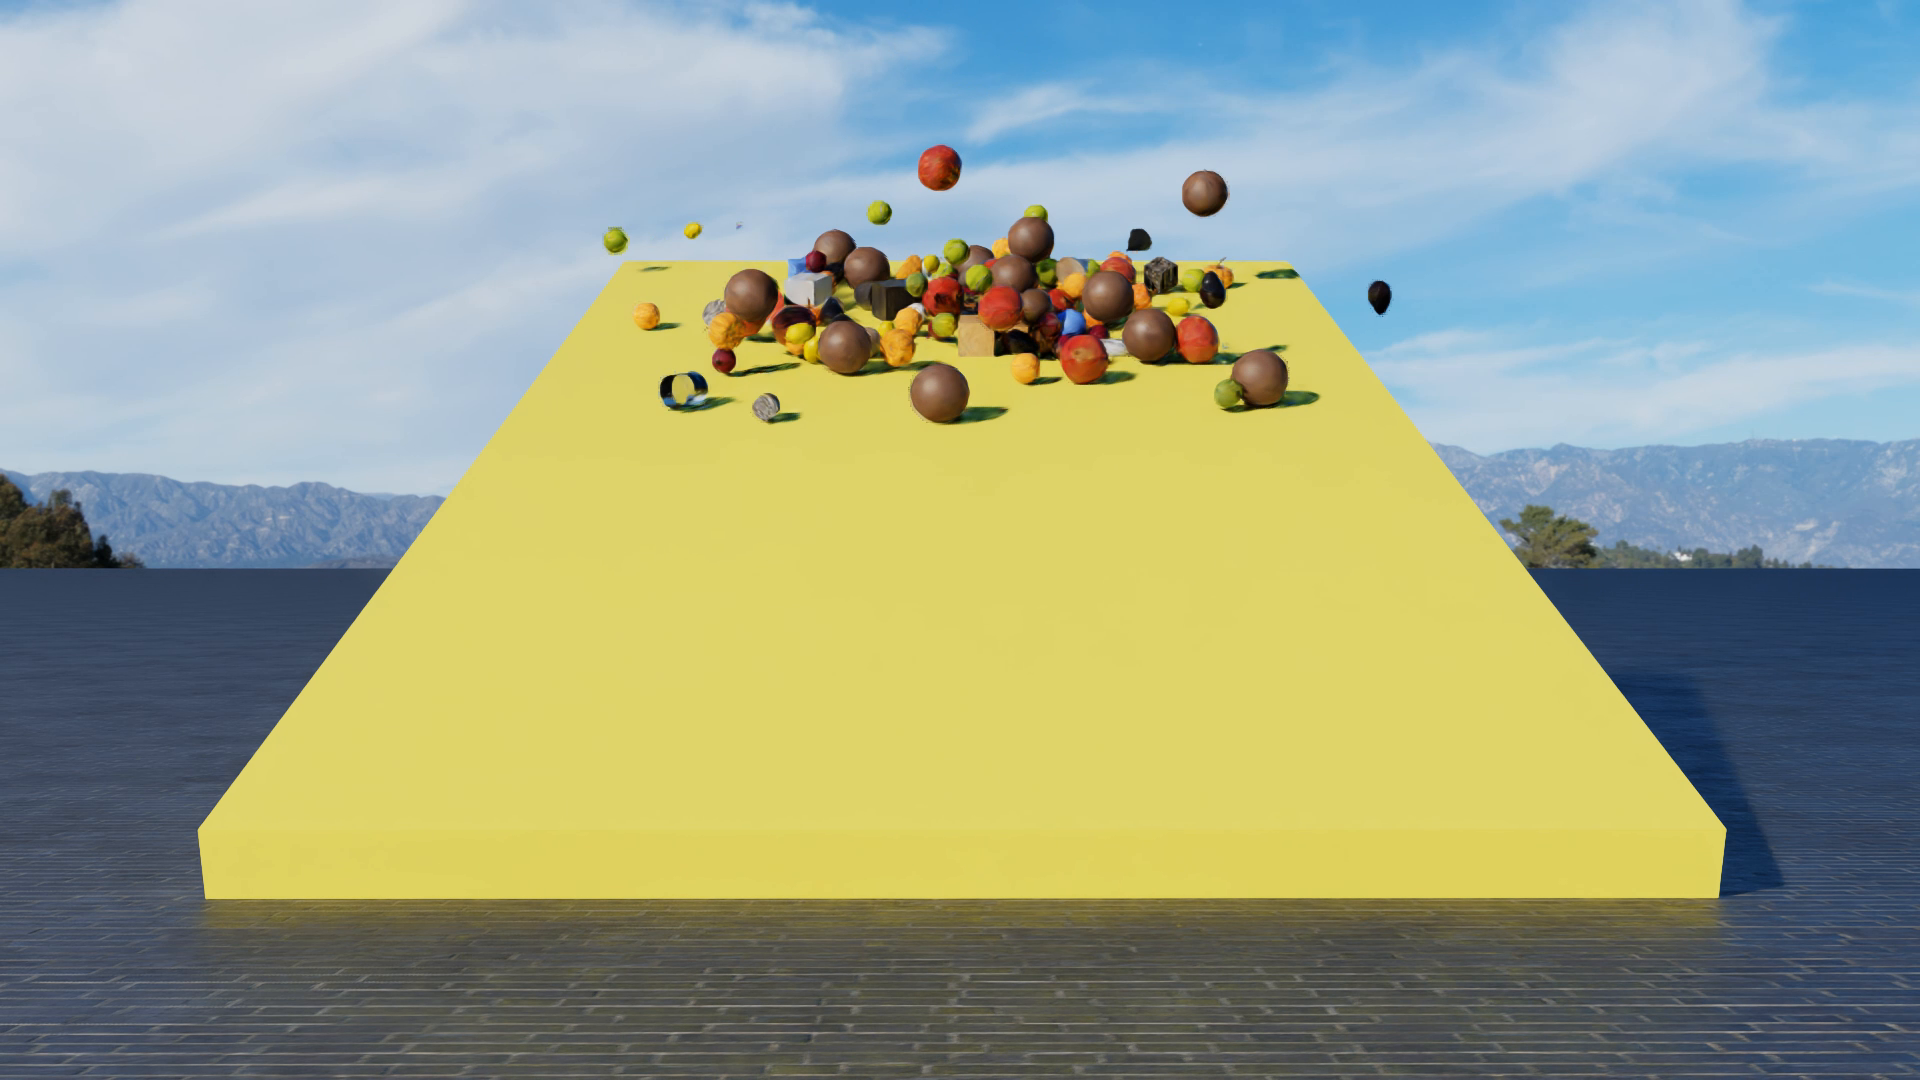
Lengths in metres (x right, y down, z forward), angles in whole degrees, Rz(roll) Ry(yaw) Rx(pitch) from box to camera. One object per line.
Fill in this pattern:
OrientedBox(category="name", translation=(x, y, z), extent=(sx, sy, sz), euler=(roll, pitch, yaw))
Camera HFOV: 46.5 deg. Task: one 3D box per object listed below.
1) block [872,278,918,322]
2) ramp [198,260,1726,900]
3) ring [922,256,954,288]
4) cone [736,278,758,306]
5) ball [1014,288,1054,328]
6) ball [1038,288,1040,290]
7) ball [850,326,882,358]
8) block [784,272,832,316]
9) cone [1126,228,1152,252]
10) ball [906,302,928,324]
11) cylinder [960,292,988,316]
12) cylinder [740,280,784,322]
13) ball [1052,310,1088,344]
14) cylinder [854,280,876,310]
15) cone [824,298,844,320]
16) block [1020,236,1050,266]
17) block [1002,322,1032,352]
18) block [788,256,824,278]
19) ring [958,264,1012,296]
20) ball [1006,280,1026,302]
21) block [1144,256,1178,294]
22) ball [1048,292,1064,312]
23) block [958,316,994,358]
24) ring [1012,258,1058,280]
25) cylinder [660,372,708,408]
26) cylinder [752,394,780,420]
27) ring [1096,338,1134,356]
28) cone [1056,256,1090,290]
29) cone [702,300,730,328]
OrientedBox(category="block", translation=(-0.174, -0.638, 5.945), extent=(0.093, 0.093, 0.093), euler=(-8, 19, -23))
OrientedBox(category="ramp", translation=(-0.003, -0.183, 4.841), extent=(2.000, 0.100, 4.000), euler=(0, 18, 0))
OrientedBox(category="ring", translation=(-0.063, -0.757, 6.310), extent=(0.104, 0.104, 0.035), euler=(-1, 40, 43))
OrientedBox(category="cone", translation=(-0.548, -0.653, 6.075), extent=(0.090, 0.090, 0.090), euler=(37, 13, 18))
OrientedBox(category="ball", translation=(0.184, -0.576, 5.538), extent=(0.096, 0.096, 0.096), euler=(0, -1, 0))
OrientedBox(category="ball", translation=(0.189, -0.592, 5.676), extent=(0.094, 0.094, 0.094), euler=(0, -1, 0))
OrientedBox(category="ball", translation=(-0.232, -0.488, 5.502), extent=(0.078, 0.078, 0.078), euler=(0, -1, 0))
OrientedBox(category="block", translation=(-0.407, -0.664, 6.015), extent=(0.092, 0.092, 0.092), euler=(8, 23, 27))
OrientedBox(category="cone", translation=(0.456, -0.774, 5.864), extent=(0.067, 0.067, 0.067), euler=(-1, 30, 43))
OrientedBox(category="ball", translation=(-0.114, -0.595, 5.869), extent=(0.057, 0.057, 0.057), euler=(0, -1, 0))
OrientedBox(category="cylinder", translation=(0.035, -0.587, 5.599), extent=(0.060, 0.060, 0.060), euler=(5, -1, -11))
OrientedBox(category="cylinder", translation=(-0.527, -0.637, 5.939), extent=(0.093, 0.093, 0.093), euler=(0, 16, -25))
OrientedBox(category="ball", translation=(0.276, -0.535, 5.593), extent=(0.085, 0.085, 0.085), euler=(0, -1, 0))
OrientedBox(category="cylinder", translation=(-0.232, -0.660, 6.020), extent=(0.077, 0.077, 0.077), euler=(0, 7, -33))
OrientedBox(category="cone", translation=(-0.349, -0.611, 5.963), extent=(0.061, 0.061, 0.061), euler=(0, -12, -36))
OrientedBox(category="block", translation=(0.213, -0.813, 6.285), extent=(0.058, 0.058, 0.058), euler=(-23, 44, -32))
OrientedBox(category="block", translation=(0.144, -0.510, 5.597), extent=(0.062, 0.062, 0.062), euler=(4, 18, 11))
OrientedBox(category="block", translation=(-0.435, -0.750, 6.311), extent=(0.082, 0.082, 0.082), euler=(-7, 19, -22))
OrientedBox(category="ring", translation=(0.066, -0.710, 6.108), extent=(0.149, 0.050, 0.149), euler=(-5, -16, -1))
OrientedBox(category="ball", translation=(0.154, -0.688, 6.159), extent=(0.059, 0.059, 0.059), euler=(0, -1, 0))
OrientedBox(category="block", translation=(0.563, -0.743, 6.267), extent=(0.068, 0.068, 0.068), euler=(-31, 47, -31))
OrientedBox(category="ball", translation=(0.251, -0.639, 6.012), extent=(0.055, 0.055, 0.055), euler=(0, -1, 0))
OrientedBox(category="block", translation=(0.042, -0.506, 5.543), extent=(0.087, 0.087, 0.087), euler=(0, 18, 1))
OrientedBox(category="ring", translation=(0.222, -0.790, 6.495), extent=(0.146, 0.049, 0.146), euler=(1, 19, 0))
OrientedBox(category="cylinder", translation=(-0.620, -0.337, 5.017), extent=(0.077, 0.077, 0.077), euler=(0, 9, 31))
OrientedBox(category="cylinder", translation=(-0.425, -0.293, 4.910), extent=(0.054, 0.054, 0.054), euler=(0, 9, 2))
OrientedBox(category="ring", translation=(0.385, -0.478, 5.549), extent=(0.098, 0.033, 0.098), euler=(1, 18, 0))
OrientedBox(category="cone", translation=(0.317, -0.720, 5.883), extent=(0.094, 0.094, 0.094), euler=(0, 28, 40))
OrientedBox(category="cone", translation=(-0.624, -0.583, 5.866), extent=(0.079, 0.079, 0.079), euler=(0, -10, 17))
